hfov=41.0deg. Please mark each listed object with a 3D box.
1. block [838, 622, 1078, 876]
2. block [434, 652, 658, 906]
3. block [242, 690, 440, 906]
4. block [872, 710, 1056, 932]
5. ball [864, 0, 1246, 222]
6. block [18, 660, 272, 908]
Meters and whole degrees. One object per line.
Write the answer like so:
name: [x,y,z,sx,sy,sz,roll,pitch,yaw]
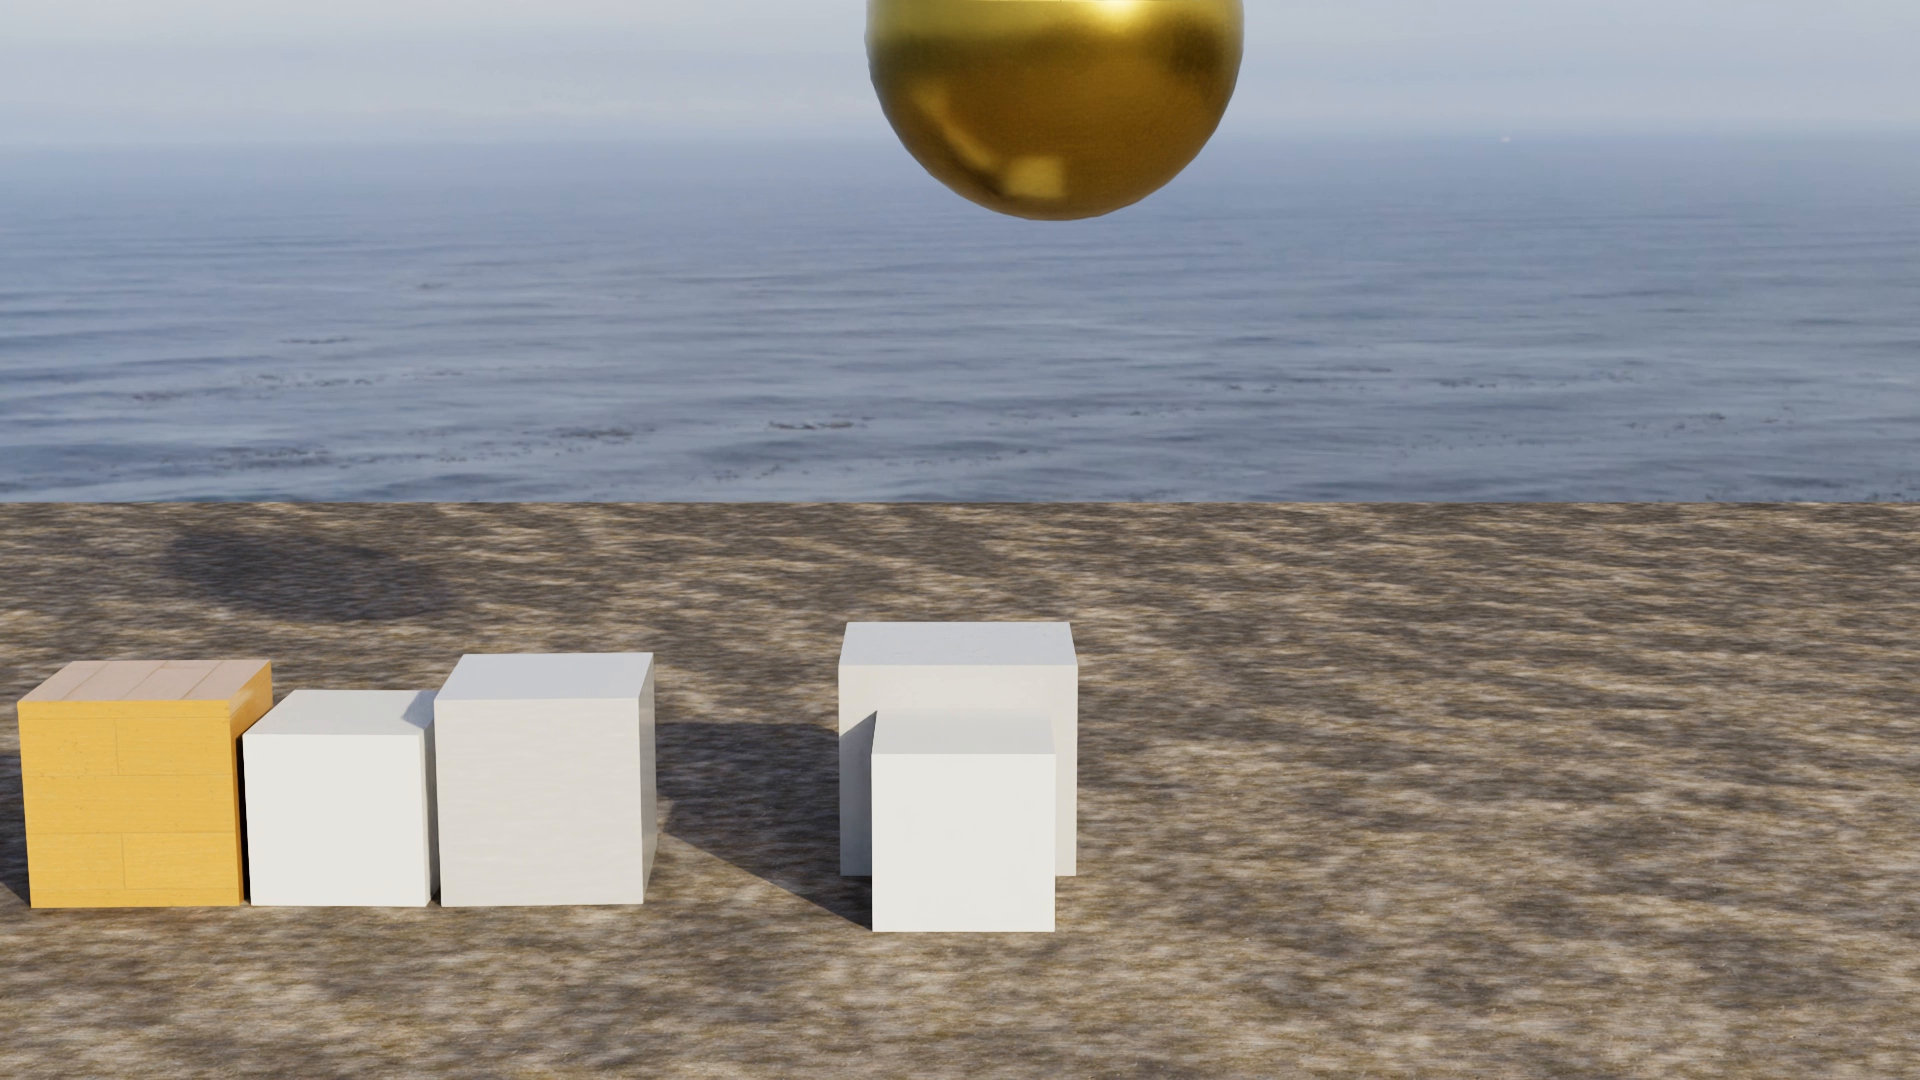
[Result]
block: [-0.008,0.938,11.732,1.045,0.957,0.897,0,10,0]
block: [-1.806,1.039,11.320,0.857,0.906,0.868,0,10,-3]
block: [-2.648,1.122,11.290,0.749,0.753,0.798,0,10,1]
block: [0.015,1.184,10.935,0.754,0.758,0.743,0,10,0]
ball: [0.398,-2.144,10.790,1.600,1.600,1.600,0,10,0]
block: [-3.532,1.053,11.244,0.880,0.904,0.756,0,10,-2]
